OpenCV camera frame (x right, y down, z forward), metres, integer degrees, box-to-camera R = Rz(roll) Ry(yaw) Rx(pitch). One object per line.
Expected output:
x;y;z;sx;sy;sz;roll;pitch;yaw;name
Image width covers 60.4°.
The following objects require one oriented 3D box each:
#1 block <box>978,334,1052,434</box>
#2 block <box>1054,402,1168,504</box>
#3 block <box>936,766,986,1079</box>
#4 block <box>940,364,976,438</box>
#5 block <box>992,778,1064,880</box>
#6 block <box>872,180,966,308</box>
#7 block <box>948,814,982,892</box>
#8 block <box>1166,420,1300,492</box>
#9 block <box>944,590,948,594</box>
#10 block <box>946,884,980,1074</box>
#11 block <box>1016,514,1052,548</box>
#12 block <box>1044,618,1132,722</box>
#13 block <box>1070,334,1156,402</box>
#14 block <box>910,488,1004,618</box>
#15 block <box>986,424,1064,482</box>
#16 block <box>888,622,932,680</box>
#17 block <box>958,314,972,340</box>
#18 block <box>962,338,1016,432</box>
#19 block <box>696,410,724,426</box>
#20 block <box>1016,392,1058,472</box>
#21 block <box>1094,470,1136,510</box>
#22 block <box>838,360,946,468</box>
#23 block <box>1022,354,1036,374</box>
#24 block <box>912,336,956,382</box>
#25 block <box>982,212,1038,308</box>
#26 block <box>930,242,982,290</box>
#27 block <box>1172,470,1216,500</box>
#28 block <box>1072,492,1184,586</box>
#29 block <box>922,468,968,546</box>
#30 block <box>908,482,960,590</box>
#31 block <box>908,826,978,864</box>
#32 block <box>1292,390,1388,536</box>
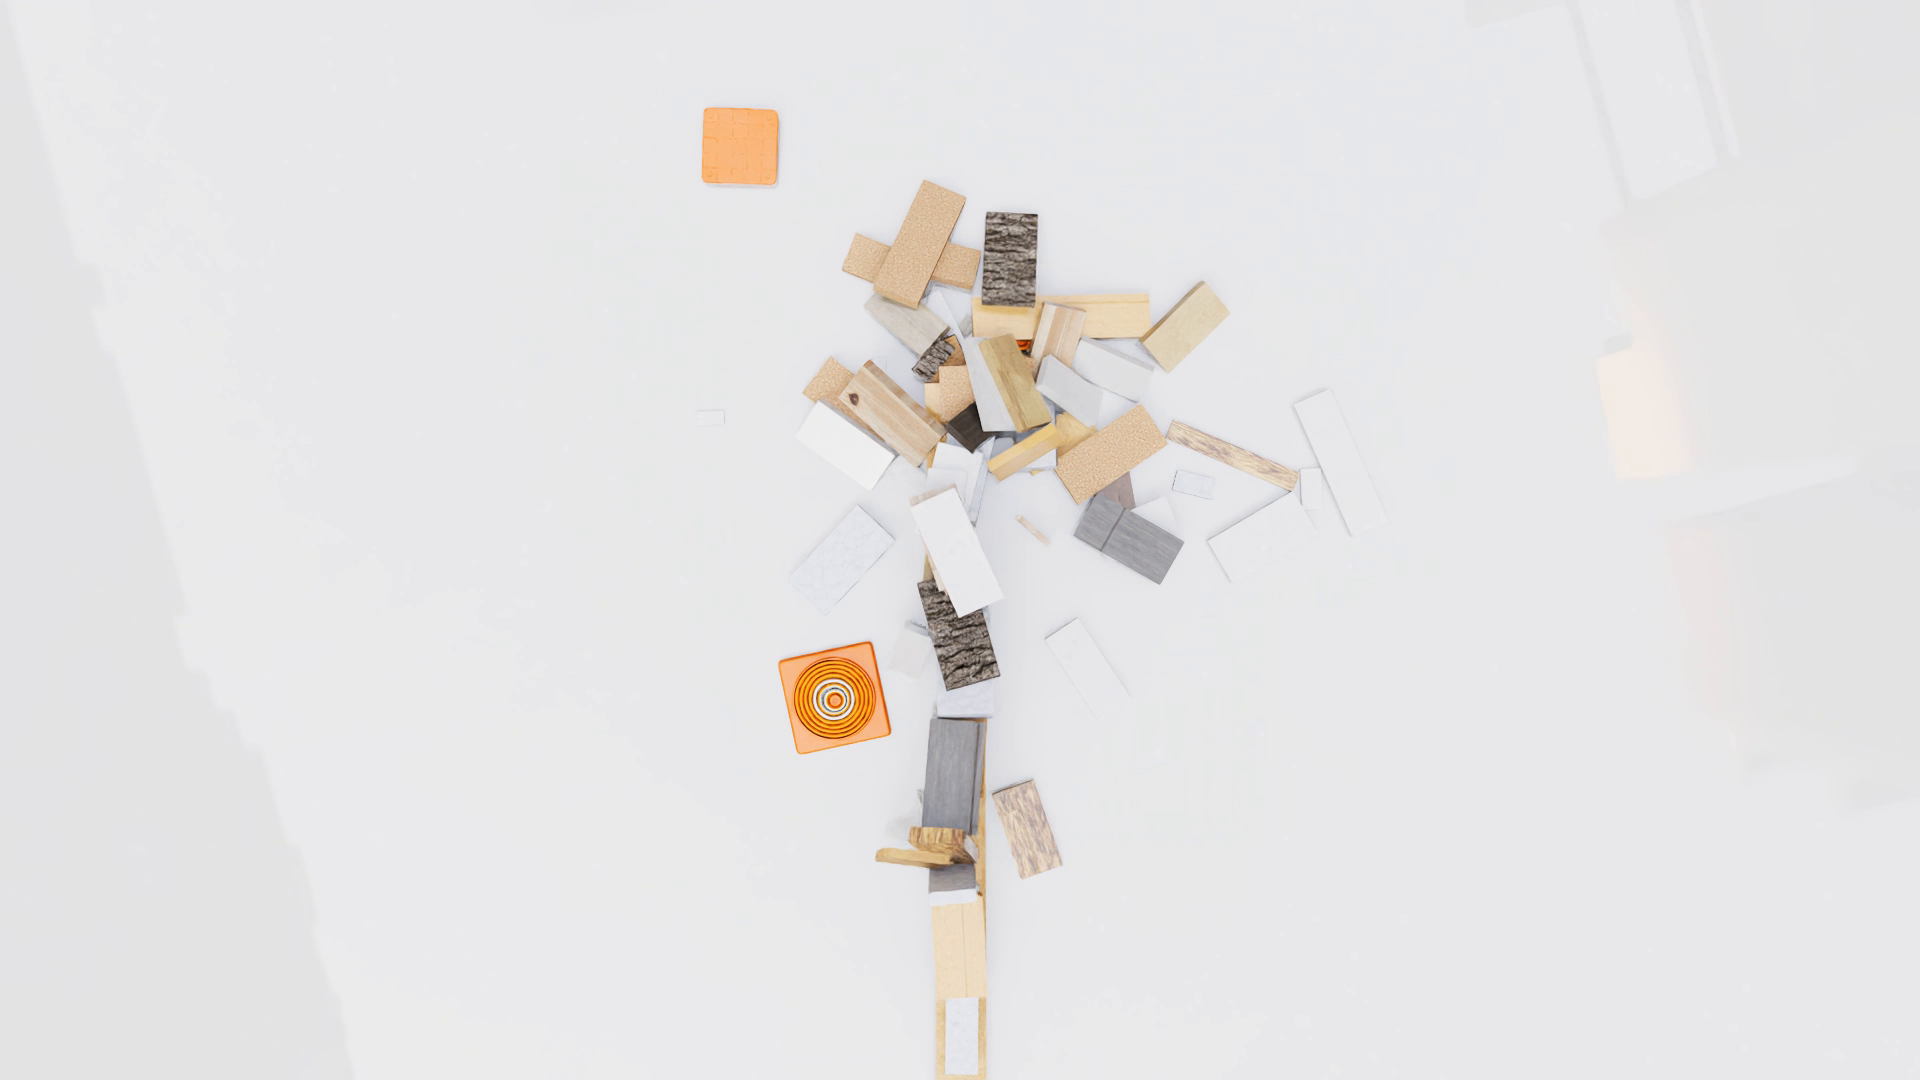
0.178;-0.507;5.314;0.124;0.035;0.319;-18;80;-35;block
0.492;-0.284;5.440;0.358;0.046;0.163;-34;90;0;block
0.004;1.600;5.476;0.167;0.047;1.688;0;90;0;block
-0.006;-0.454;5.381;0.116;0.033;0.232;-2;104;0;block
0.223;0.961;5.479;0.149;0.042;0.297;-19;90;0;block
-0.131;-0.973;5.413;0.155;0.044;0.425;23;72;0;block
-0.005;0.940;5.432;0.149;0.042;0.649;-1;90;0;block
0.908;-0.281;5.490;0.459;0.019;0.068;23;90;0;block
-0.016;0.040;5.241;0.123;0.035;0.247;-14;90;3;block
0.007;1.441;5.411;0.107;0.030;0.633;0;95;0;block
0.244;-0.030;5.464;0.143;0.072;0.020;42;90;0;block
0.426;0.430;5.482;0.131;0.037;0.326;-34;90;0;block
0.498;-0.565;5.445;0.260;0.037;0.130;24;129;0;block
-0.009;0.039;5.157;0.154;0.044;0.375;-24;90;3;block
0.212;-0.282;5.341;0.248;0.124;0.035;-31;71;4;block
-0.161;0.365;5.416;0.107;0.030;0.214;21;133;0;block
0.015;-0.702;5.493;0.046;0.013;0.092;35;90;0;block
0.115;-0.503;5.324;0.155;0.044;0.310;-3;71;-32;block
-0.831;-0.406;5.493;0.092;0.013;0.046;-3;90;0;block
0.252;-0.359;5.436;0.130;0.037;0.259;-4;75;13;block
0.519;-0.096;5.482;0.130;0.037;0.287;-10;90;0;block
-0.219;-0.411;5.381;0.344;0.049;0.172;42;132;0;block
0.166;-0.502;5.425;0.116;0.033;0.232;25;107;35;block
-0.086;-0.589;5.379;0.072;0.020;0.143;31;104;-42;block
0.164;-0.919;5.399;0.172;0.049;0.345;3;62;1;block
-0.071;-0.922;5.448;0.261;0.037;0.131;14;72;-3;block
0.780;-0.183;5.490;0.135;0.019;0.068;14;90;0;block
0.552;-0.004;5.403;0.327;0.046;0.163;30;90;0;block
-0.049;-0.101;5.275;0.123;0.035;0.247;5;91;3;block
-0.039;-0.010;5.202;0.154;0.044;0.309;-18;90;3;block
-0.049;0.971;5.239;0.166;0.333;0.047;1;69;10;block
1.263;-0.255;5.482;0.130;0.037;0.479;-24;90;0;block
